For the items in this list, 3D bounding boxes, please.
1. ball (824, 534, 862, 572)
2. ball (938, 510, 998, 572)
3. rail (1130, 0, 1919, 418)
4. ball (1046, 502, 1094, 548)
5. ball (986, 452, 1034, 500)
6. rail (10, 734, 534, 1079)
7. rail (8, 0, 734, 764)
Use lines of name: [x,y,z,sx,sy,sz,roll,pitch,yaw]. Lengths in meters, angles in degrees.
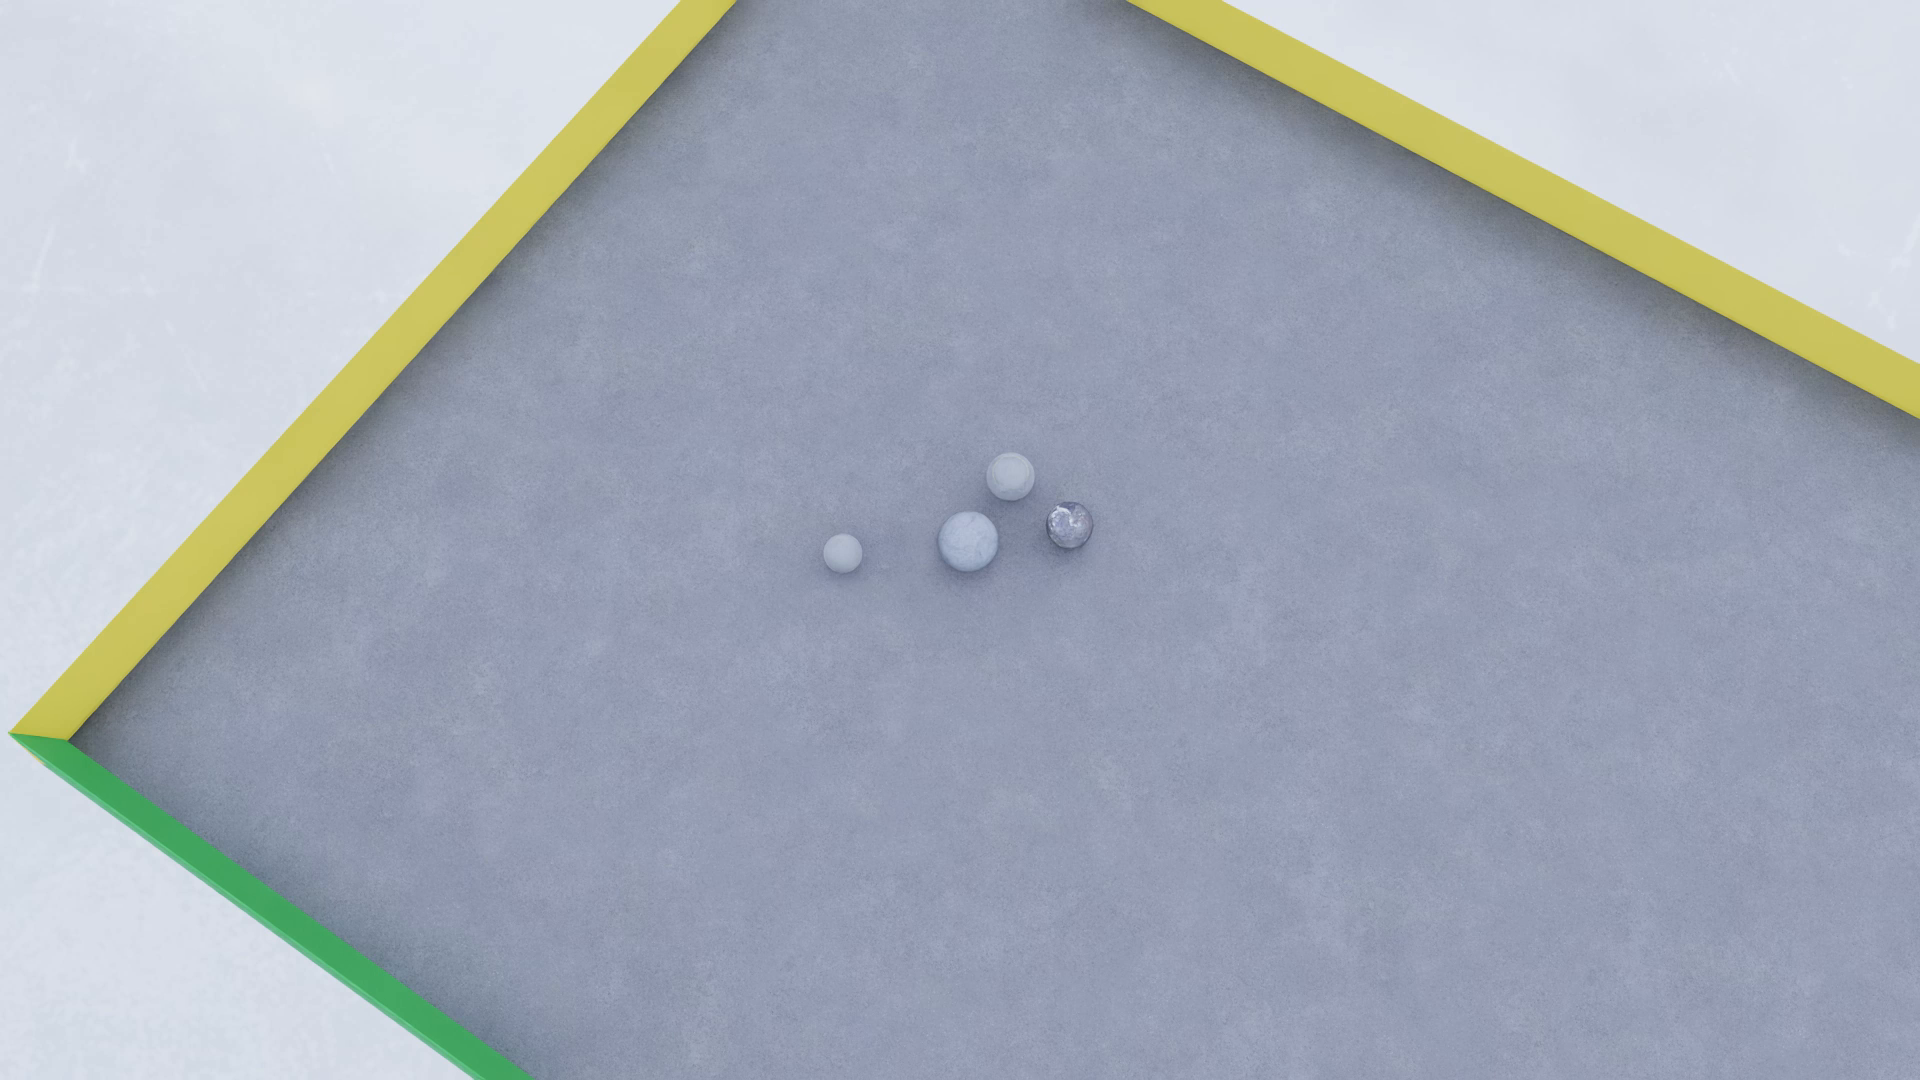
ball: [-0.190,0.021,3.576,0.064,0.064,0.064,0,65,0]
ball: [0.013,0.002,3.565,0.100,0.100,0.100,0,65,0]
rail: [1.433,-0.326,3.703,3.966,0.130,0.045,31,68,14]
ball: [0.179,-0.024,3.590,0.078,0.078,0.078,0,65,0]
ball: [0.083,-0.105,3.627,0.080,0.080,0.080,0,65,0]
rail: [0.209,1.307,2.925,3.966,0.130,0.045,31,68,14]
rail: [-0.802,-0.501,3.787,0.045,0.130,2.231,31,68,14]
